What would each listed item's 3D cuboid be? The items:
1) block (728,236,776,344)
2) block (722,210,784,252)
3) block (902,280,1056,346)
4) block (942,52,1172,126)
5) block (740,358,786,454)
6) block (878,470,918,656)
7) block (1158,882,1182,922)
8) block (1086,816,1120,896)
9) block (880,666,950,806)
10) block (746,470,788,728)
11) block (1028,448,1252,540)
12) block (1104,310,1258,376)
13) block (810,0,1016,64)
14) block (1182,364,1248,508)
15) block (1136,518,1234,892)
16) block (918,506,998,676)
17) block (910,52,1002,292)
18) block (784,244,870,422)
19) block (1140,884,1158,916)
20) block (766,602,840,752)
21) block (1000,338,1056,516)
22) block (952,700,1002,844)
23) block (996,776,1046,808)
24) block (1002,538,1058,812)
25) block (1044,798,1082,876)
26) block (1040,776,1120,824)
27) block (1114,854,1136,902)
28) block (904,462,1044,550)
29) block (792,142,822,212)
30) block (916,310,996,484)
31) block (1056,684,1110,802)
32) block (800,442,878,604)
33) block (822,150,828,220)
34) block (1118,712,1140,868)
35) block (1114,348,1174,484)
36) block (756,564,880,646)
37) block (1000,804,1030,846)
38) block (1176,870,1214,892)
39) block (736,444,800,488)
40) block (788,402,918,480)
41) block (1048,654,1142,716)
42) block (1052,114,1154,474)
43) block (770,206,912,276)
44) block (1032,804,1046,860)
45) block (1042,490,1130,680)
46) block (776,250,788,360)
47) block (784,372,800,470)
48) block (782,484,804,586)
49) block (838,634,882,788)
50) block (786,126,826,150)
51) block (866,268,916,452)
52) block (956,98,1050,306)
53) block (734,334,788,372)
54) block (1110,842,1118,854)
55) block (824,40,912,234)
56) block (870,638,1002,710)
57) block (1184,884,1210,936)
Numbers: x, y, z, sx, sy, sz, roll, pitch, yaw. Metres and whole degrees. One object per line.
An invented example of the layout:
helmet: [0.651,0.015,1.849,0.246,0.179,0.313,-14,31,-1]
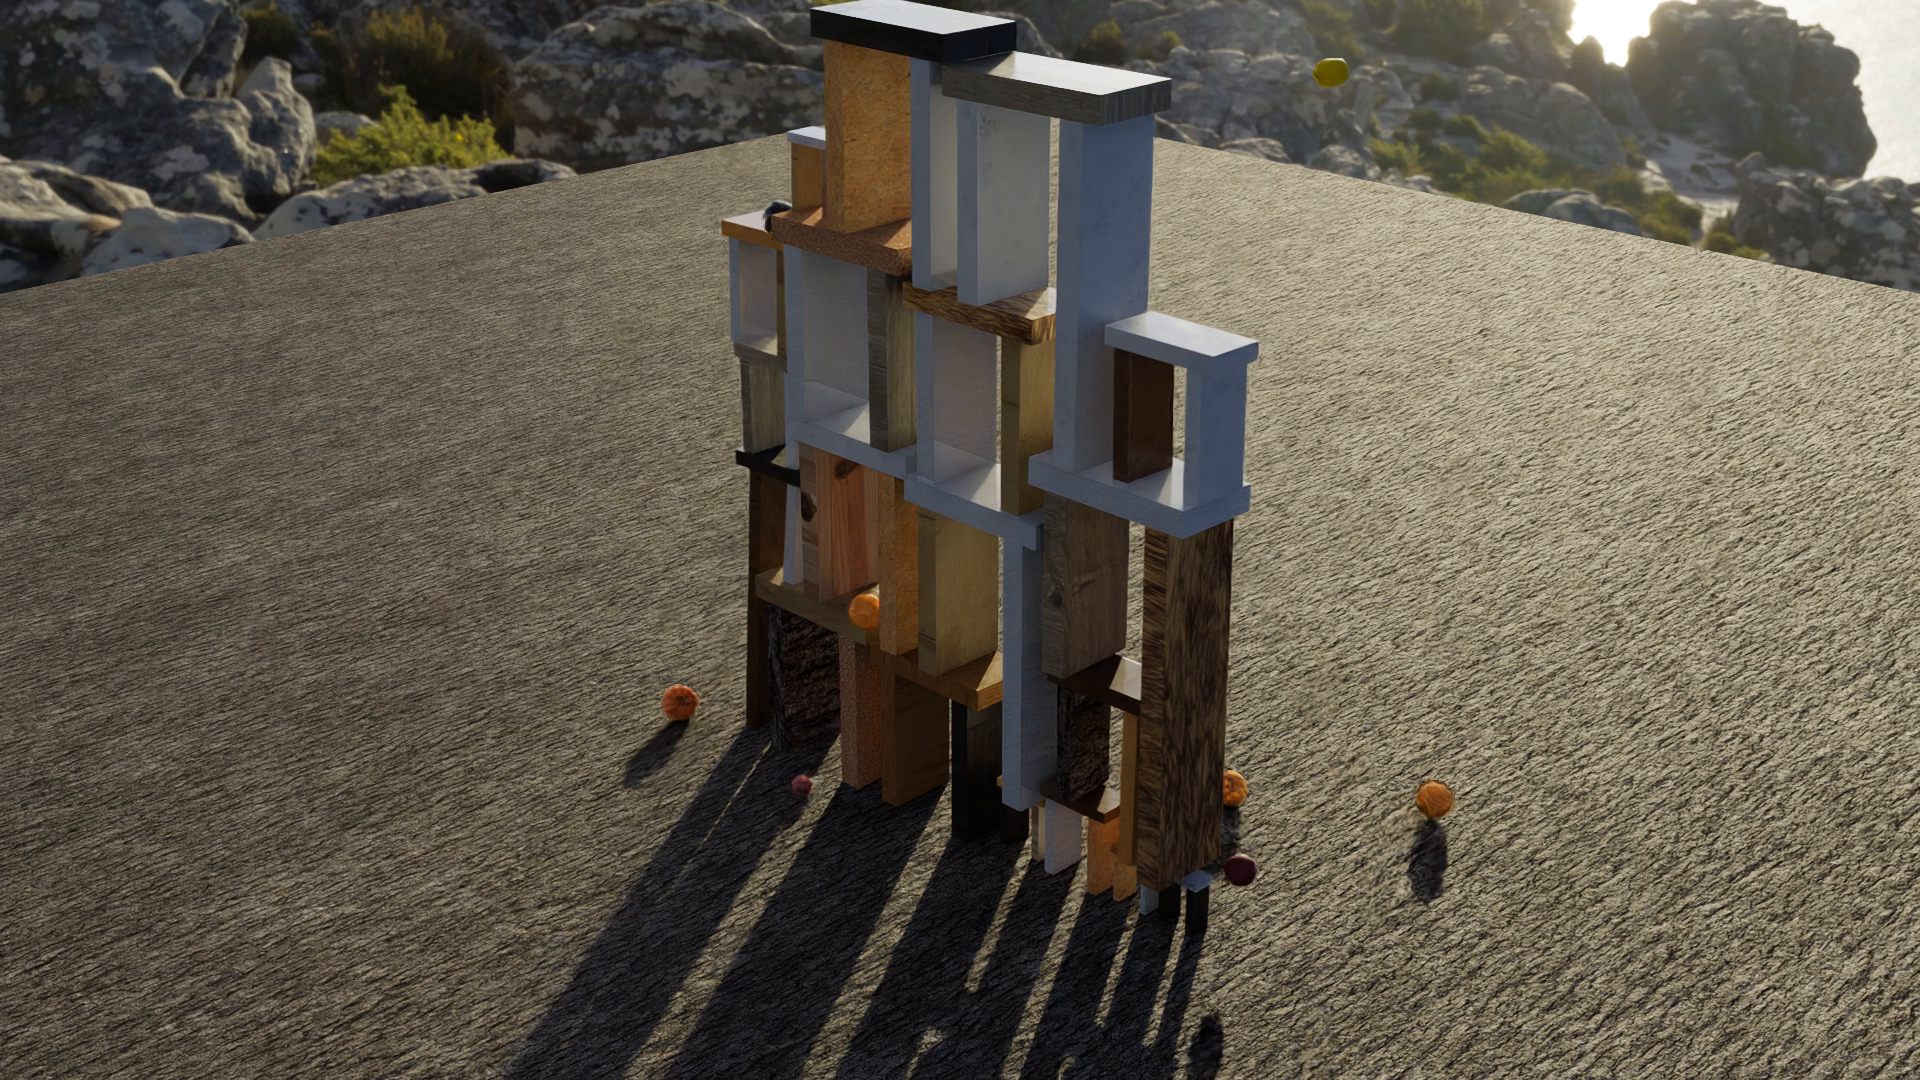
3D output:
block: [-0.415,-0.517,4.465,0.109,0.219,0.031,-21,33,-40]
block: [-0.361,-0.612,4.366,0.219,0.031,0.109,20,30,41]
block: [0.069,-0.427,3.967,0.165,0.047,0.329,-21,31,-40]
block: [0.160,-0.765,3.718,0.360,0.051,0.180,21,31,40]
block: [-0.402,-0.288,4.540,0.029,0.203,0.101,21,31,41]
block: [-0.082,0.024,4.331,0.048,0.380,0.170,21,31,41]
block: [0.390,0.658,4.086,0.049,0.097,0.014,-21,30,-41]
block: [0.277,0.586,4.173,0.023,0.162,0.081,21,31,40]
block: [-0.091,0.377,4.484,0.043,0.303,0.152,21,31,41]
block: [-0.406,0.114,4.712,0.031,0.609,0.111,20,30,32]
block: [0.311,-0.098,3.847,0.179,0.051,0.358,-21,31,-40]
block: [0.369,-0.330,3.680,0.118,0.033,0.236,-21,31,-40]
block: [-0.086,-0.914,3.932,0.176,0.050,0.353,-21,31,-39]
block: [0.427,-0.184,3.680,0.118,0.236,0.033,-21,30,-40]
block: [0.399,0.282,3.914,0.179,0.701,0.051,-21,30,-40]
block: [-0.003,0.075,4.255,0.049,0.346,0.173,21,31,40]
block: [-0.006,-0.667,3.945,0.176,0.413,0.050,-21,31,-40]
block: [-0.258,-0.423,4.323,0.050,0.353,0.176,21,31,41]
block: [0.358,0.647,4.110,0.014,0.099,0.049,21,30,41]
block: [-0.328,0.266,4.699,0.048,0.339,0.170,21,31,41]
block: [0.149,-0.223,3.968,0.165,0.329,0.047,-21,30,-39]
block: [0.052,0.433,4.352,0.043,0.303,0.152,21,31,41]
block: [0.138,0.481,4.286,0.062,0.018,0.124,-21,31,-40]
block: [0.158,0.233,4.145,0.173,0.550,0.049,-21,31,-40]
block: [0.200,0.557,4.241,0.023,0.162,0.081,21,31,40]
block: [0.239,0.486,4.171,0.162,0.023,0.081,21,31,40]
block: [0.312,0.629,4.152,0.014,0.099,0.049,21,31,41]
block: [0.076,-0.075,4.103,0.173,0.049,0.346,-21,31,-40]
block: [-0.294,-0.705,4.240,0.066,0.131,0.019,-21,33,-41]
block: [-0.006,-0.285,4.114,0.165,0.329,0.047,-21,31,-40]
block: [0.232,0.363,4.130,0.033,0.236,0.118,19,30,38]
block: [-0.242,-0.057,4.470,0.170,0.339,0.048,-21,31,-40]
block: [-0.232,-0.681,4.183,0.066,0.131,0.019,-21,33,-41]
block: [0.346,0.441,4.038,0.033,0.308,0.118,21,31,40]
block: [0.316,-0.227,3.783,0.118,0.236,0.033,-21,29,-40]
block: [-0.248,0.119,4.550,0.339,0.048,0.170,21,31,41]
block: [0.109,0.535,4.340,0.062,0.124,0.018,-21,31,-41]
block: [0.412,0.615,4.043,0.049,0.014,0.097,-21,30,-40]
block: [-0.348,-0.159,4.534,0.111,0.031,0.221,-21,30,-41]
block: [-0.163,-0.204,4.320,0.339,0.048,0.170,21,31,41]
block: [0.288,0.258,4.031,0.236,0.033,0.118,20,30,39]
block: [0.245,-0.428,3.774,0.180,0.614,0.051,-21,31,-40]
block: [-0.175,-0.576,4.167,0.353,0.050,0.176,21,31,41]
block: [0.167,0.558,4.286,0.062,0.124,0.018,-21,31,-40]
block: [0.230,0.056,4.007,0.051,0.358,0.179,20,30,40]
block: [-0.313,-0.478,4.369,0.109,0.219,0.031,-21,33,-40]
block: [-0.306,-0.252,4.451,0.029,0.203,0.101,22,31,40]
block: [-0.309,-0.025,4.543,0.111,0.221,0.031,-21,37,-41]
block: [-0.168,0.329,4.552,0.048,0.339,0.170,21,31,41]
block: [-0.261,-0.762,4.181,0.131,0.019,0.066,21,31,41]
block: [-0.092,-0.358,4.170,0.050,0.353,0.176,21,31,41]
block: [0.077,-0.608,3.873,0.180,0.360,0.051,-21,31,-40]
block: [-0.354,-0.377,4.451,0.101,0.029,0.203,-21,30,-40]
block: [0.335,0.585,4.110,0.099,0.014,0.049,21,31,40]
block: [-0.168,-0.762,4.090,0.176,0.353,0.050,-21,31,-40]
block: [-0.019,0.245,4.351,0.303,0.043,0.152,21,31,41]
block: [0.436,0.676,4.043,0.049,0.097,0.014,-21,31,-40]
